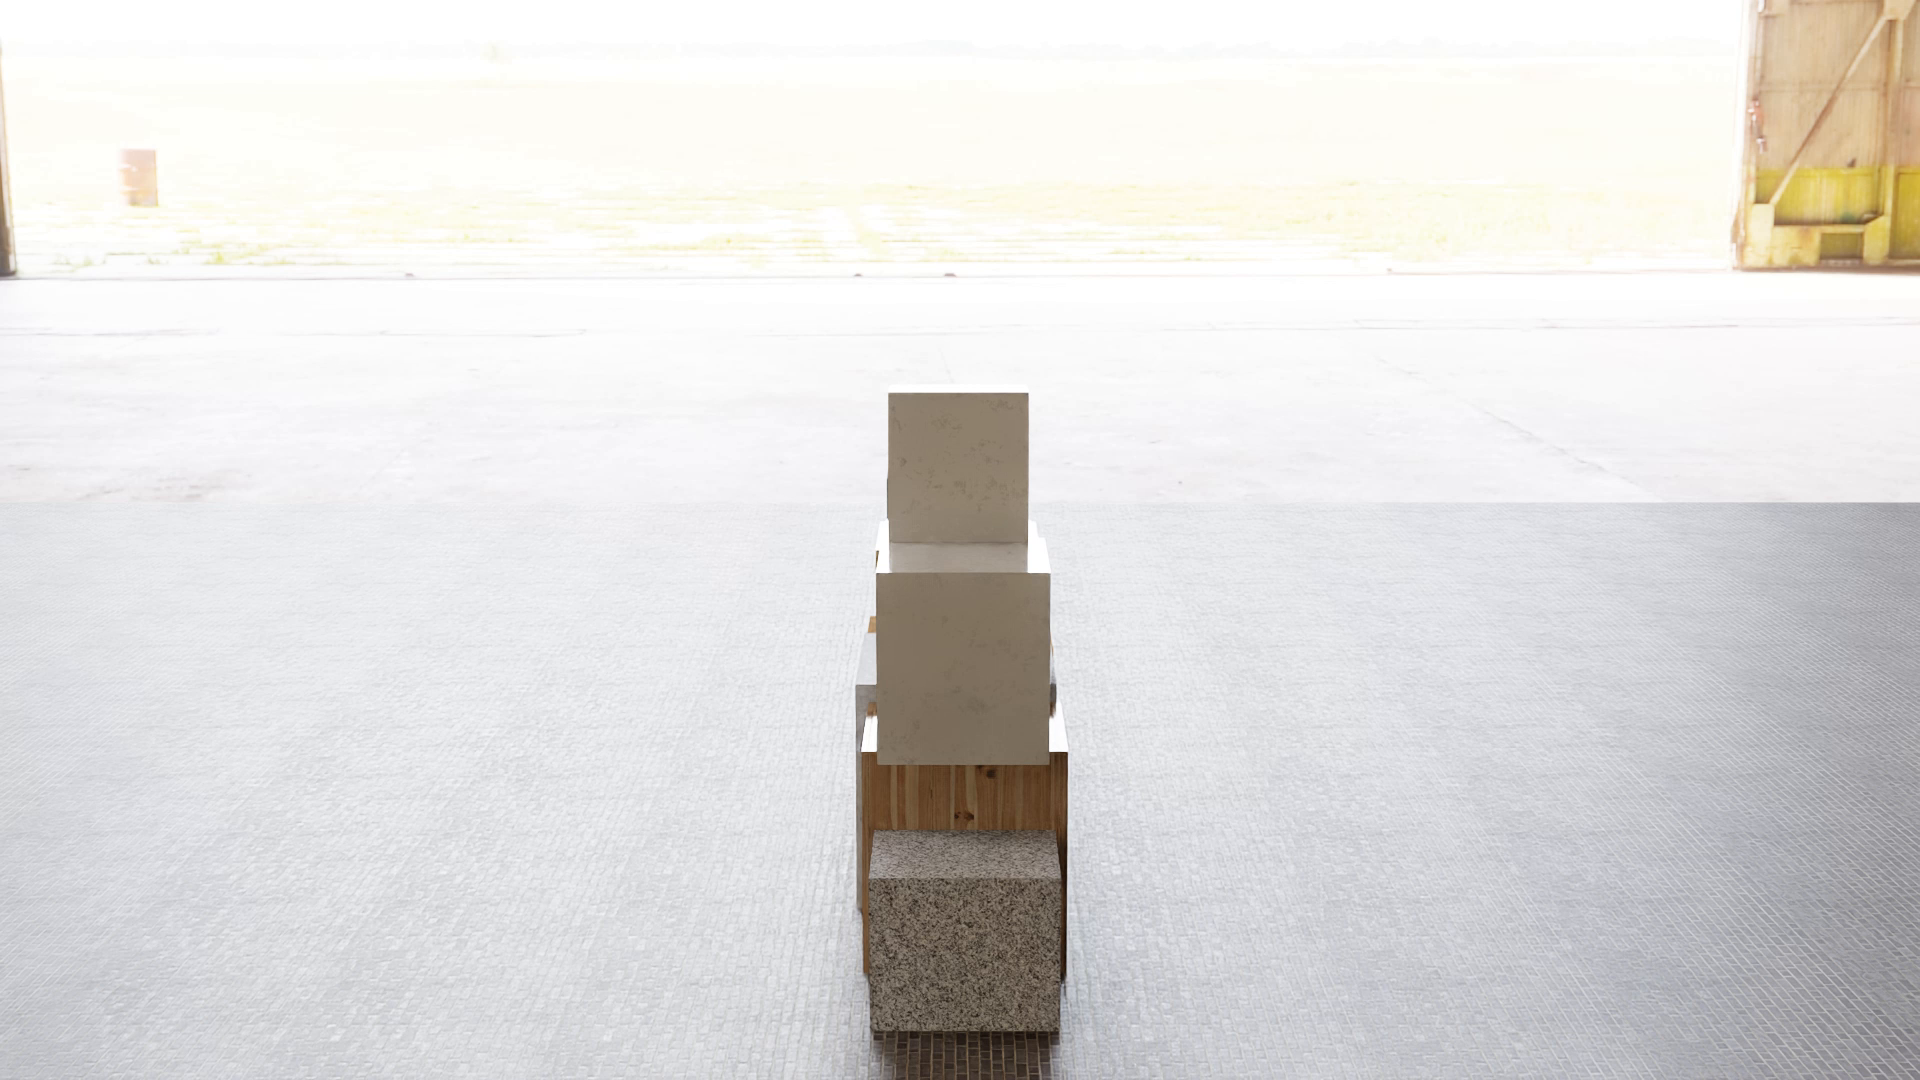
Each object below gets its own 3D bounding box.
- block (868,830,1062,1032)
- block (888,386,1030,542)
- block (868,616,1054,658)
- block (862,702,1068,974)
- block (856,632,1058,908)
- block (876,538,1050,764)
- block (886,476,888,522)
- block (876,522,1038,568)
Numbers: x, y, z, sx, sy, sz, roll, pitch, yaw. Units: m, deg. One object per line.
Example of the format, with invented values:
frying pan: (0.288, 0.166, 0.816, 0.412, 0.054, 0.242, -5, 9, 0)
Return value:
block: (0.019, 1.479, 9.781, 0.707, 0.591, 0.615, 0, 10, 0)
block: (-0.006, -0.320, 10.475, 0.562, 0.597, 0.492, 0, 6, 0)
block: (-0.004, 0.878, 12.204, 0.865, 0.906, 0.716, 0, 10, 0)
block: (0.019, 1.197, 10.455, 0.805, 0.905, 0.792, 0, 10, 0)
block: (-0.016, 0.997, 11.341, 0.847, 0.980, 1.004, 0, 10, 0)
block: (0.013, 0.425, 10.080, 0.657, 0.748, 0.726, 0, 10, 0)
block: (-0.013, 0.015, 12.435, 0.669, 0.710, 0.592, 0, 9, 0)
block: (-0.008, 0.286, 10.772, 0.668, 0.623, 0.665, 0, 10, 0)
